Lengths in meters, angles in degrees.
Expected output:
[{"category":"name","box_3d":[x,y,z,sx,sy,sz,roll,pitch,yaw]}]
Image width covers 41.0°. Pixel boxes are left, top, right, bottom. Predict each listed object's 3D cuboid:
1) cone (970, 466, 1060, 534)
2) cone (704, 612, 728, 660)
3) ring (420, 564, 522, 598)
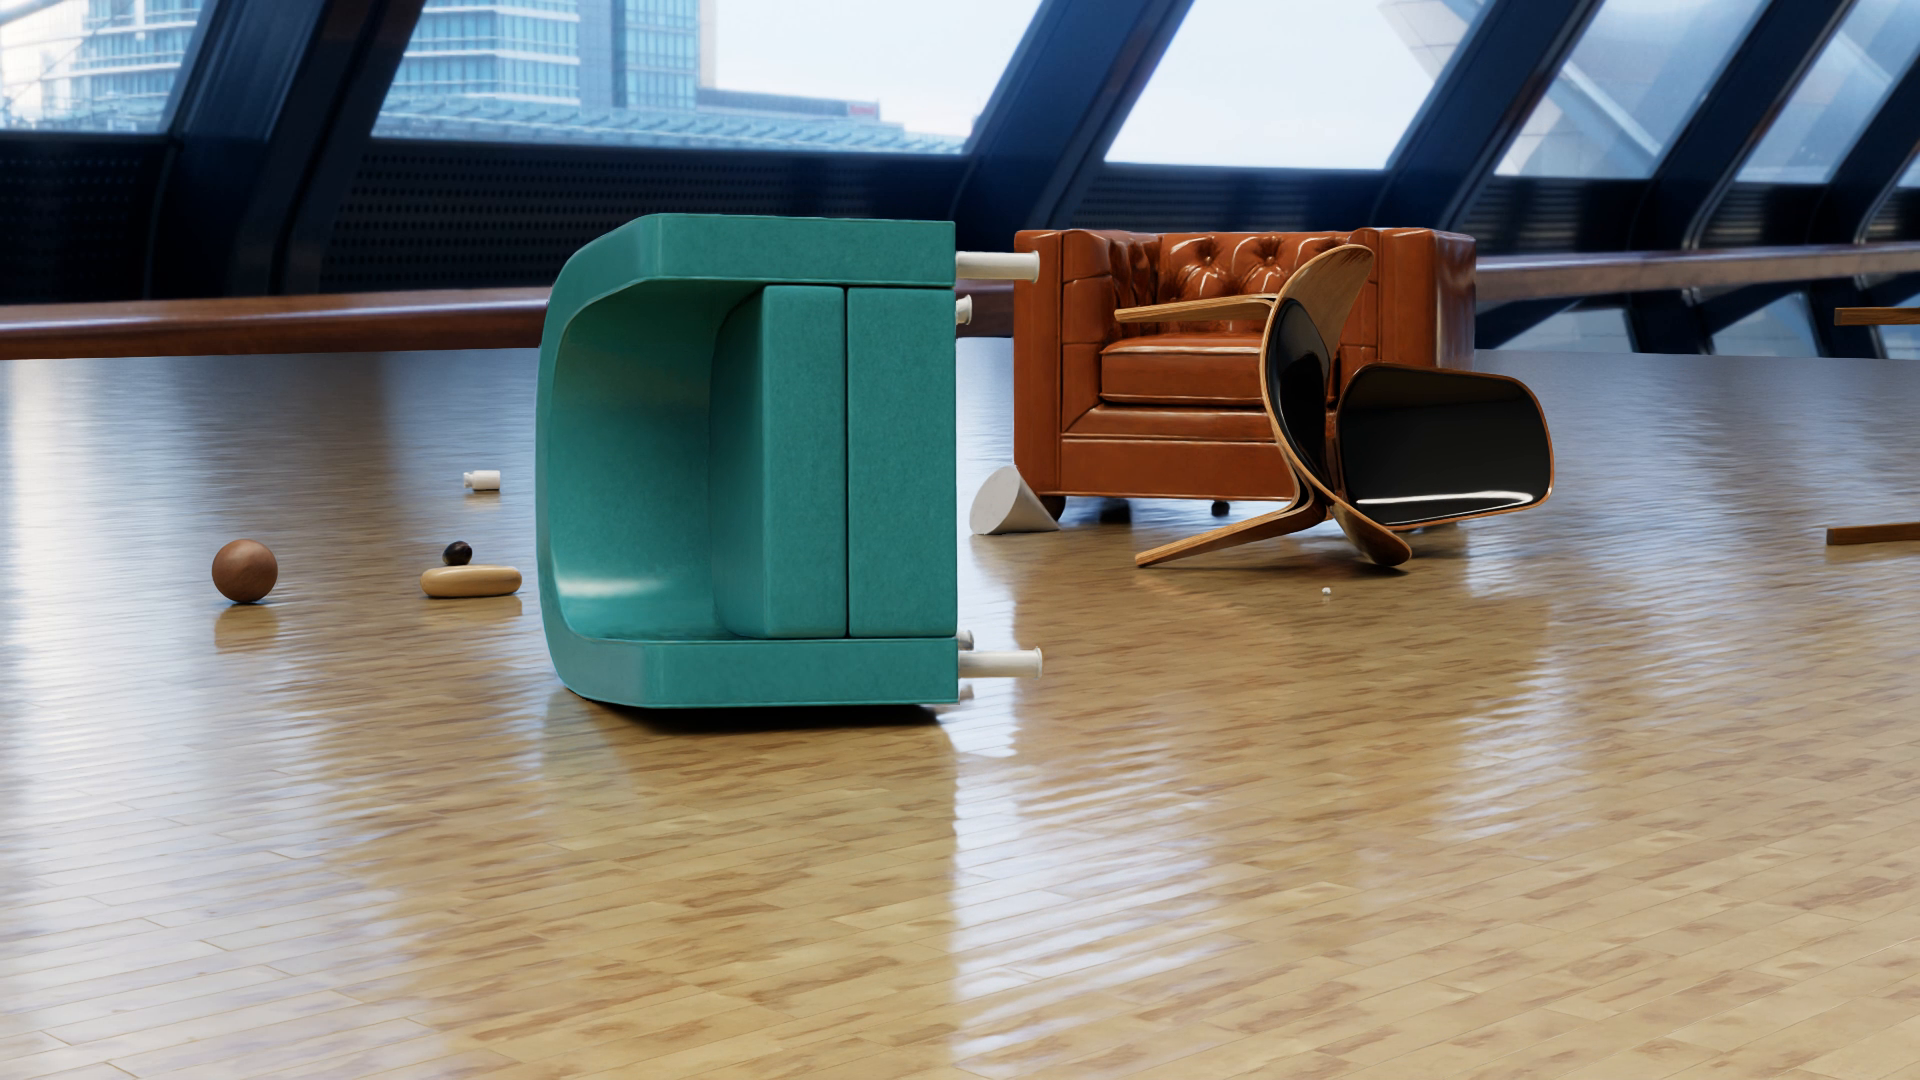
[{"category":"cone","box_3d":[0.176,-0.063,6.596,0.223,0.180,0.211,24,-45,-30]},{"category":"cone","box_3d":[-0.421,0.160,4.435,0.038,0.087,0.058,2,6,18]},{"category":"ring","box_3d":[-1.009,0.085,5.298,0.213,0.061,0.101,-2,4,-23]}]
